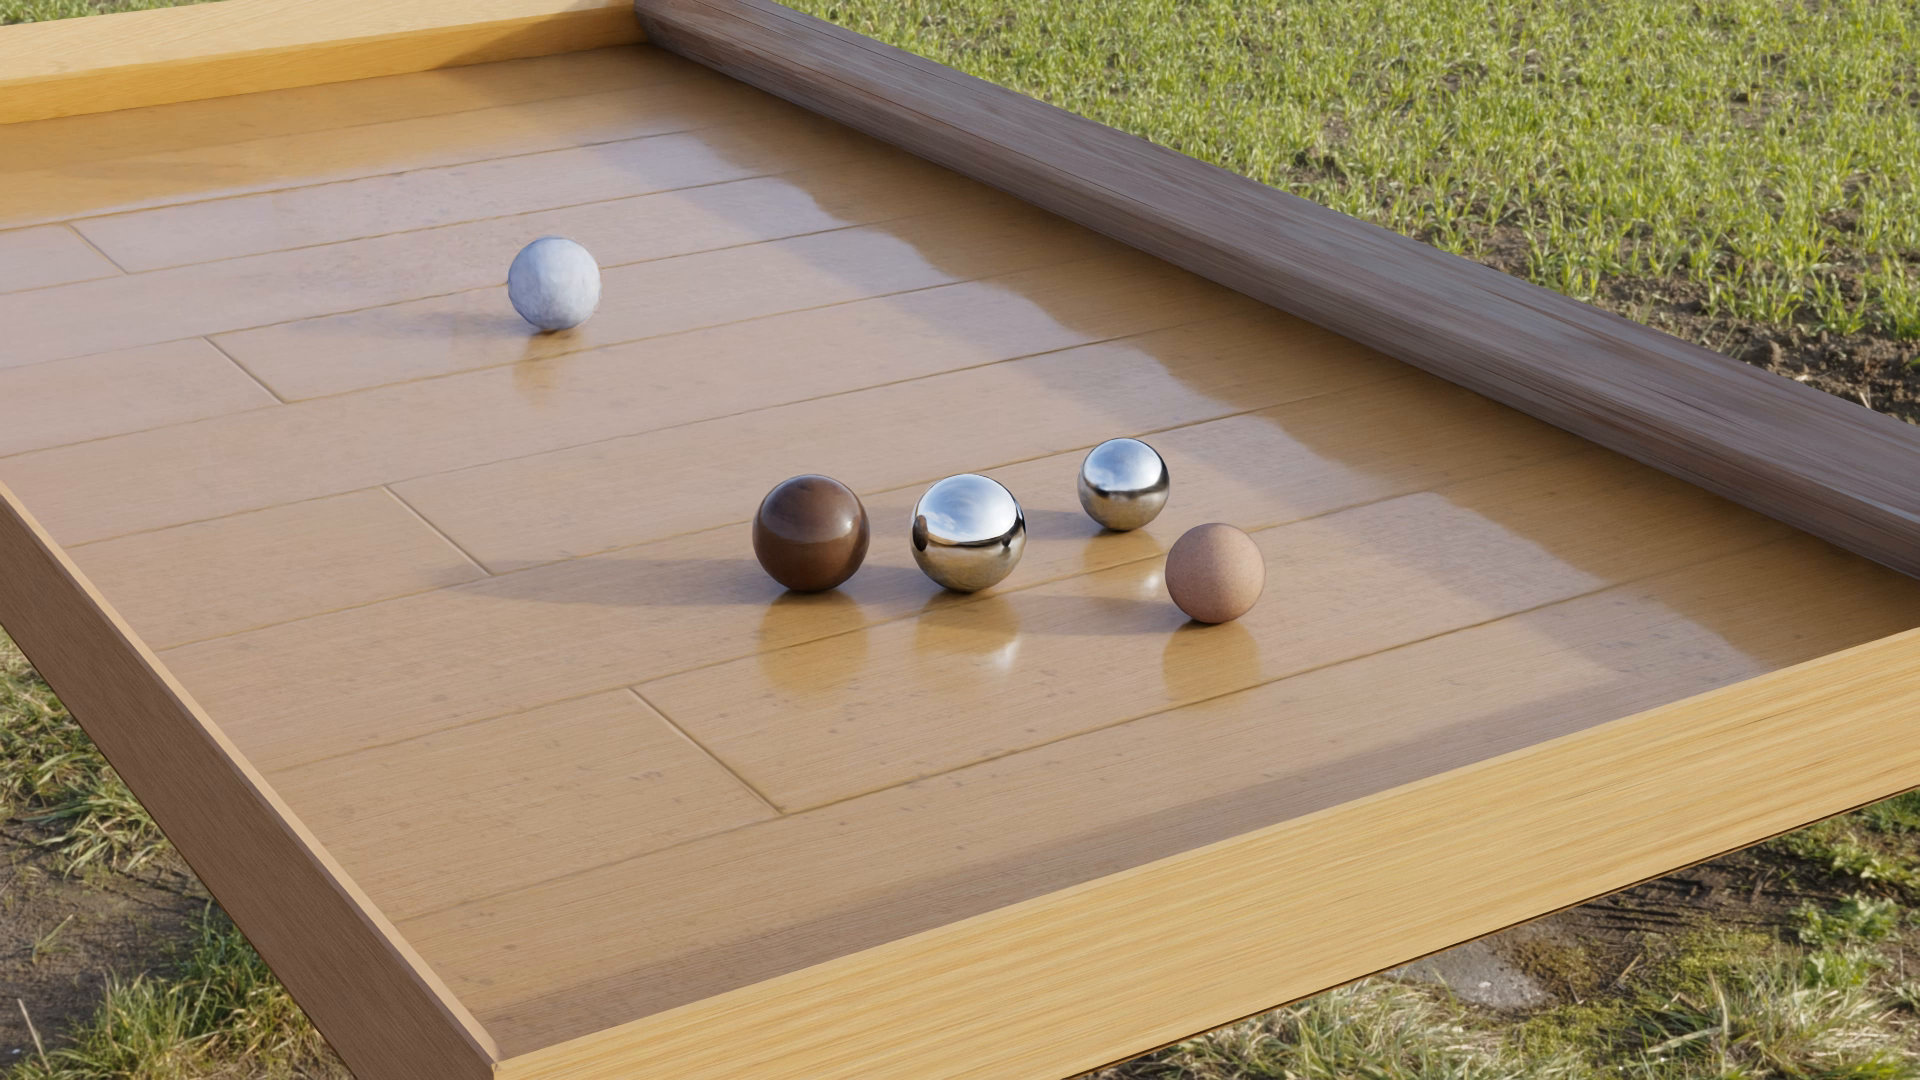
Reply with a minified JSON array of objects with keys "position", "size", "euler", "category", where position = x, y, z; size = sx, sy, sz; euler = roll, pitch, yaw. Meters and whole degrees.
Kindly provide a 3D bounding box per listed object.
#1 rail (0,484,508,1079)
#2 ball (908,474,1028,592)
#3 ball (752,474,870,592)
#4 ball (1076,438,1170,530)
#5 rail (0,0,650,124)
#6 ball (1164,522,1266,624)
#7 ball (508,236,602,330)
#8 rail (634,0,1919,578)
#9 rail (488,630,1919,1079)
[{"position":[-0.910,-0.098,2.577],"size":[0.045,0.126,2.634],"euler":[-13,26,-29],"category":"rail"},{"position":[0.006,-0.006,2.391],"size":[0.097,0.097,0.097],"euler":[0,22,0],"category":"ball"},{"position":[-0.121,-0.005,2.391],"size":[0.096,0.096,0.096],"euler":[0,22,0],"category":"ball"},{"position":[0.140,-0.048,2.517],"size":[0.080,0.080,0.080],"euler":[0,22,0],"category":"ball"},{"position":[-1.025,-0.644,3.919],"size":[1.373,0.126,0.045],"euler":[-13,26,-29],"category":"rail"},{"position":[0.203,0.026,2.335],"size":[0.080,0.080,0.080],"euler":[0,22,0],"category":"ball"},{"position":[-0.417,-0.264,3.026],"size":[0.096,0.096,0.096],"euler":[0,22,0],"category":"ball"},{"position":[0.218,-0.361,3.222],"size":[0.045,0.126,2.634],"euler":[-13,26,-29],"category":"rail"},{"position":[0.333,0.185,1.880],"size":[1.373,0.126,0.045],"euler":[-13,26,-29],"category":"rail"}]
